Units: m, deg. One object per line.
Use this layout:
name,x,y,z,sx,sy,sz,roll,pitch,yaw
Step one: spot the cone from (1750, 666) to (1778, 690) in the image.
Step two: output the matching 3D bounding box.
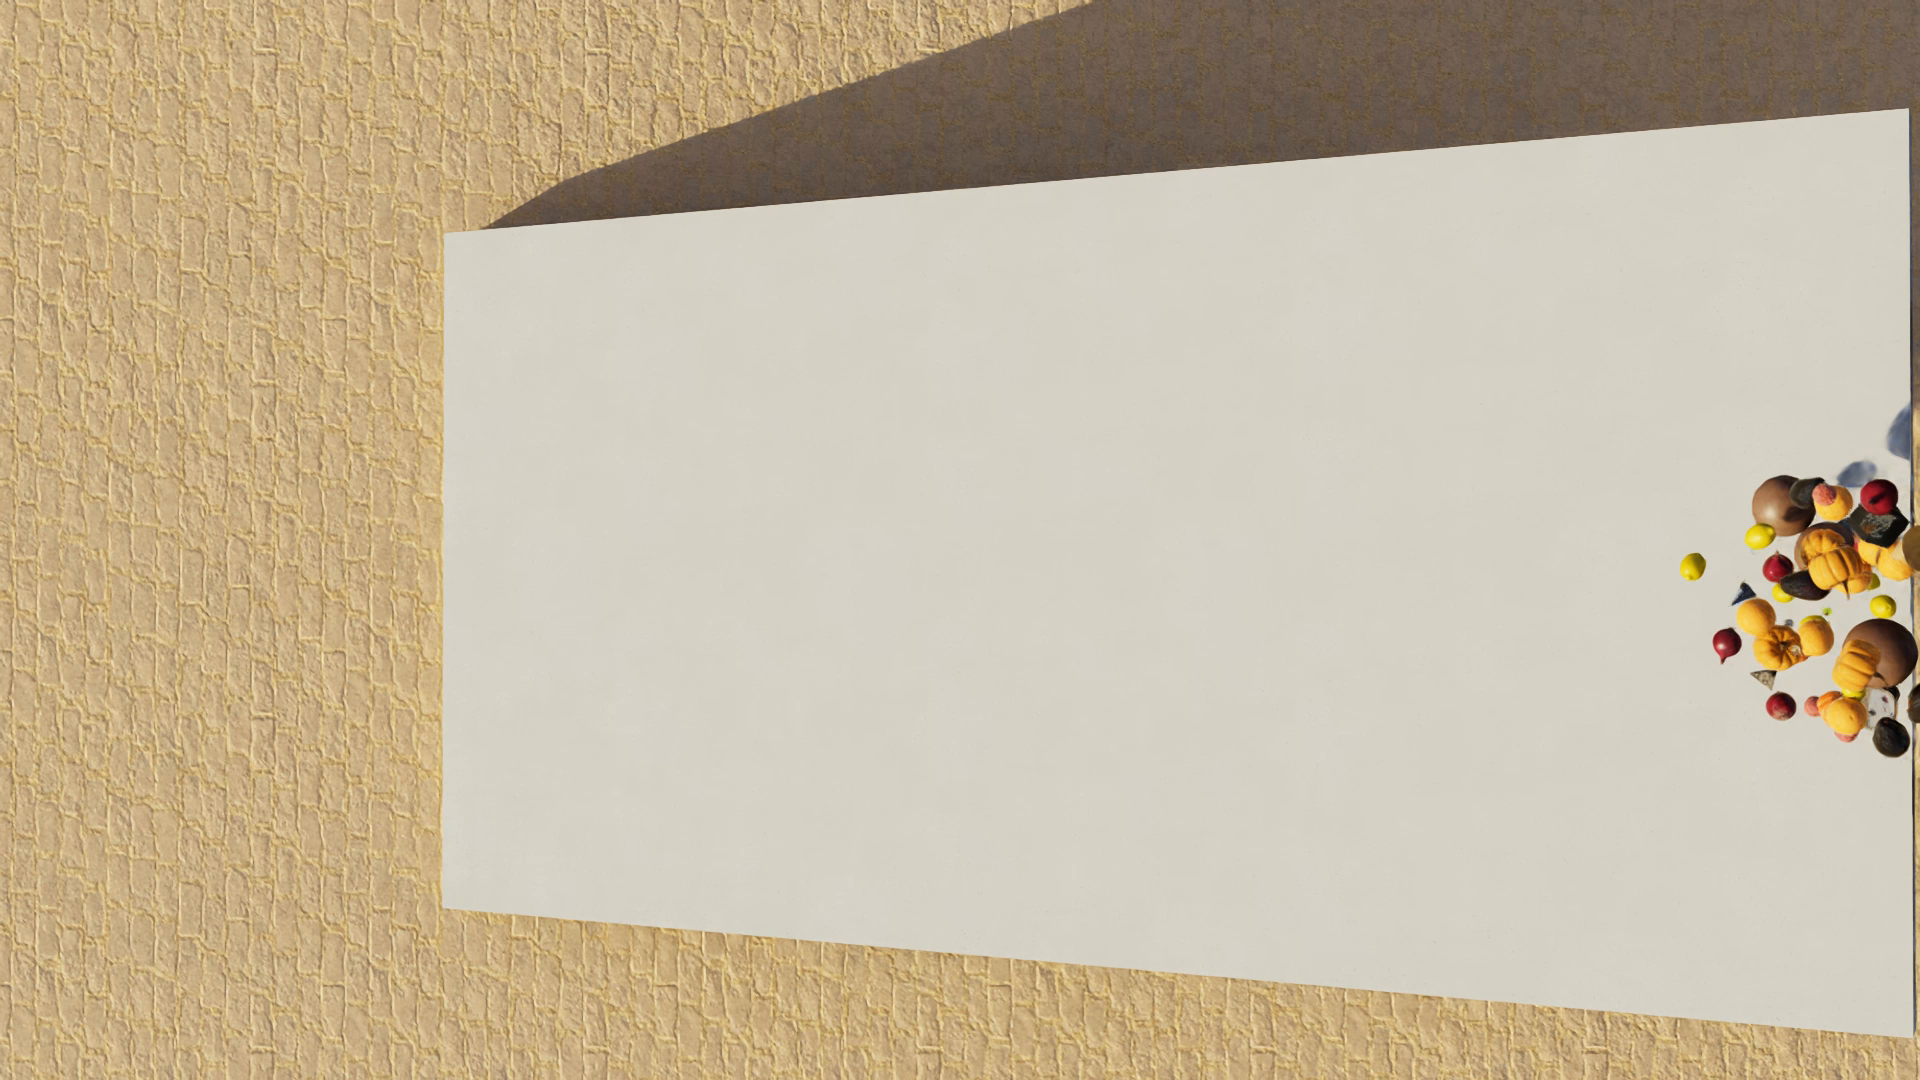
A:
cone,1.683,0.286,4.617,0.053,0.053,0.053,13,89,20

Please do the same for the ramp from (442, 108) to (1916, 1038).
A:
ramp,0.280,0.080,5.670,4.000,0.100,2.000,0,89,27

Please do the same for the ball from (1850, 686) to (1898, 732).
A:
ball,1.762,0.326,4.239,0.086,0.086,0.086,0,89,0

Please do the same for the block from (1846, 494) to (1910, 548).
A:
block,1.592,-0.032,3.814,0.060,0.060,0.060,14,123,-23

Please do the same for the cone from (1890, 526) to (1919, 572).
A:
cone,1.493,0.020,3.471,0.076,0.076,0.076,3,80,-16

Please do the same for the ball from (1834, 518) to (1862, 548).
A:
ball,1.869,-0.016,4.621,0.062,0.062,0.062,0,89,0
